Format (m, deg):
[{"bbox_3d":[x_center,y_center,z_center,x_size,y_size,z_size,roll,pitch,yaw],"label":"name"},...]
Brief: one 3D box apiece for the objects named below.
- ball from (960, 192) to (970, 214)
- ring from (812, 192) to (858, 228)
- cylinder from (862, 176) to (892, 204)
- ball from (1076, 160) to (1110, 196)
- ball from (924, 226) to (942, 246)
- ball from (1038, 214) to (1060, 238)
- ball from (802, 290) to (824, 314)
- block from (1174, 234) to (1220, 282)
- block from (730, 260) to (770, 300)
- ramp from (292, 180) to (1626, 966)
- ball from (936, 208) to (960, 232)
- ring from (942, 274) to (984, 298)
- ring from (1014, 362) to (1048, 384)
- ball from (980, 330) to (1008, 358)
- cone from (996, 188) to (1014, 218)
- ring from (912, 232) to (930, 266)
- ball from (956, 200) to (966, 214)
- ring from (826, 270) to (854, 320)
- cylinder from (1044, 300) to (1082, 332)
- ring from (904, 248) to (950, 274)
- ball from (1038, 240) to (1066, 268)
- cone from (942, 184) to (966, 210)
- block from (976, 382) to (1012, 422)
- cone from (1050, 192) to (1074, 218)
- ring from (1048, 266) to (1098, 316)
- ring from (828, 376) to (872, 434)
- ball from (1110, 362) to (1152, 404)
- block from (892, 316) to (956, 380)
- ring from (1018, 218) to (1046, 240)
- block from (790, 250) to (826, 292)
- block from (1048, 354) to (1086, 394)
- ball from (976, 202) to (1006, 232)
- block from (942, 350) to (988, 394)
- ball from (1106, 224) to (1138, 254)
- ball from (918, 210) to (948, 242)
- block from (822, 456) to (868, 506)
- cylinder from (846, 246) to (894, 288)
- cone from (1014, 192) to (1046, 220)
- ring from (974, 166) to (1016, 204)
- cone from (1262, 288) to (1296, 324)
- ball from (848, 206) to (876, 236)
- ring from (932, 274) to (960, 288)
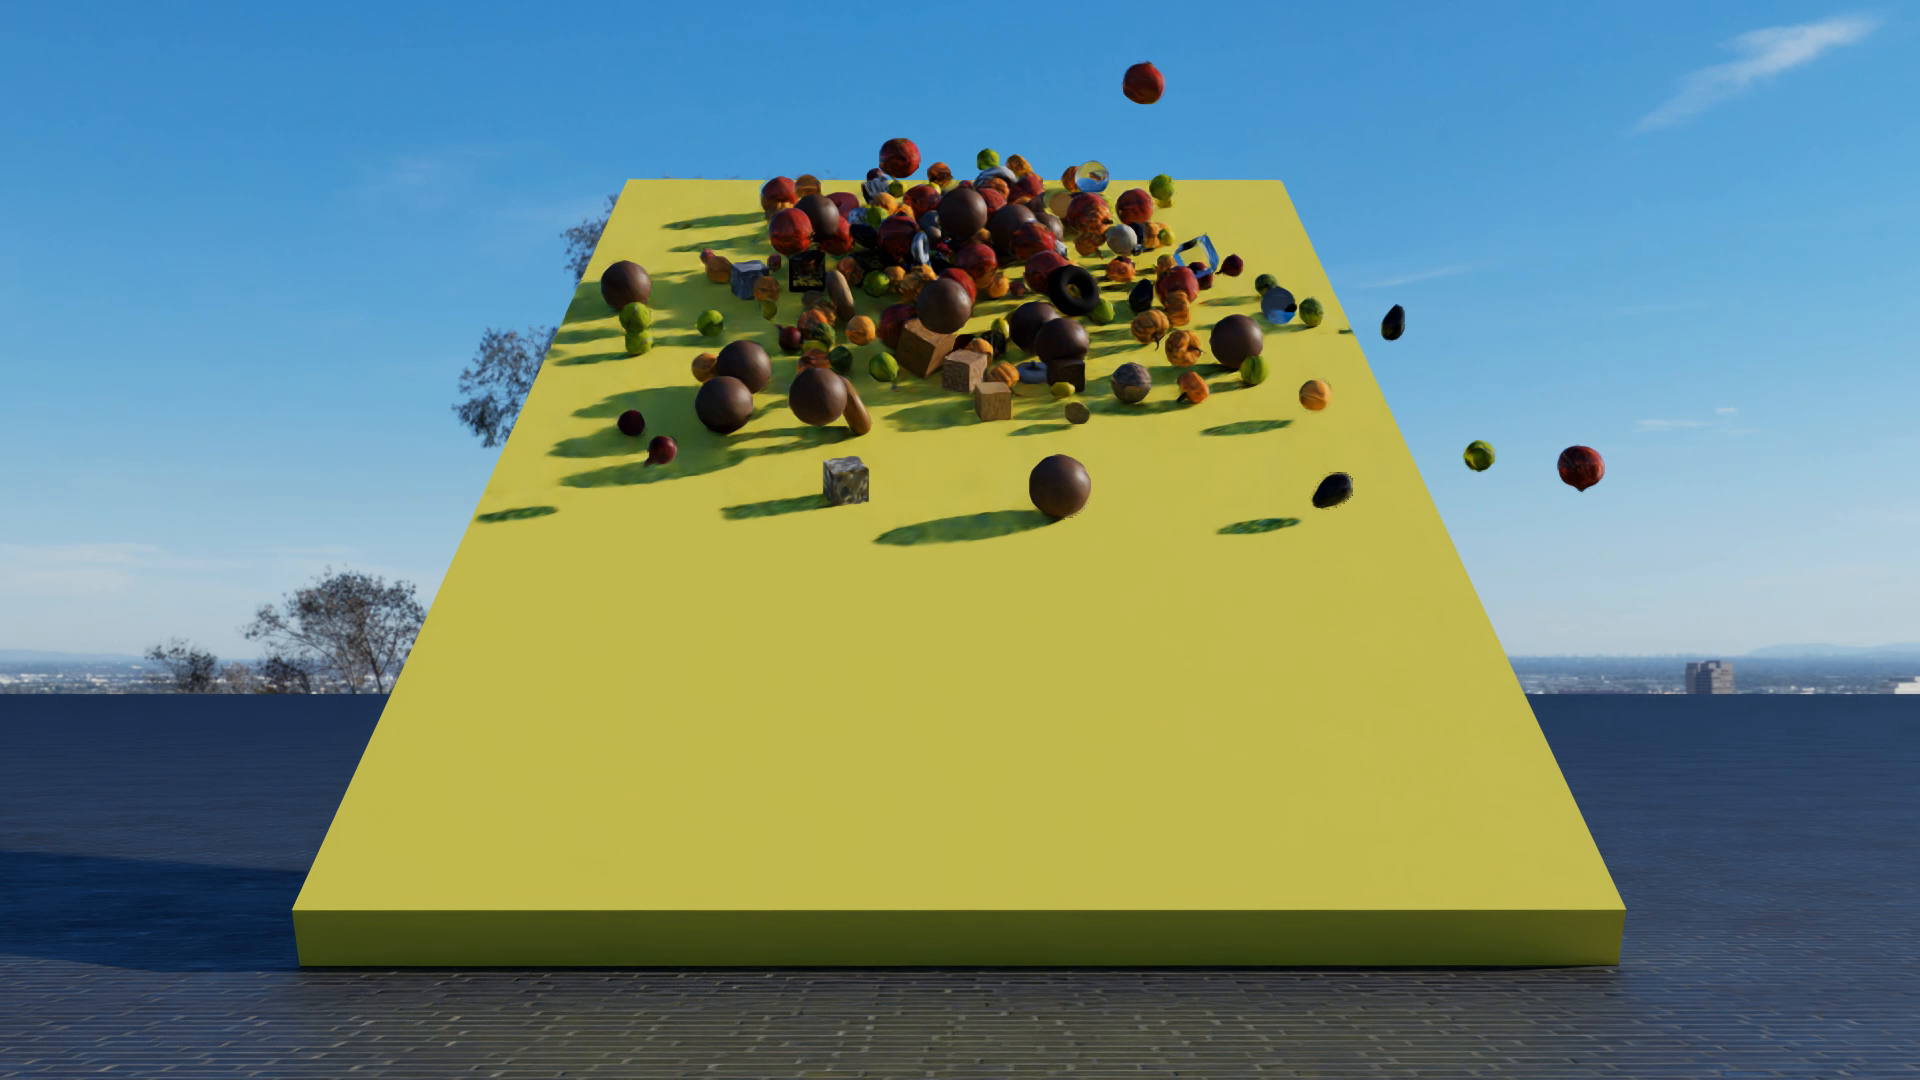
[{"bbox_3d":[-0.004,-0.980,6.784,0.069,0.069,0.069,0,-4,0],"label":"ball"},{"bbox_3d":[-0.358,-0.945,6.681,0.143,0.143,0.048,-2,-46,27],"label":"ring"},{"bbox_3d":[-0.239,-0.999,6.661,0.065,0.065,0.065,-21,2,-16],"label":"cylinder"},{"bbox_3d":[0.375,-1.025,6.606,0.097,0.097,0.097,0,-4,0],"label":"ball"},{"bbox_3d":[-0.074,-0.810,6.225,0.052,0.052,0.052,0,-4,0],"label":"ball"},{"bbox_3d":[0.248,-0.874,6.496,0.065,0.065,0.065,0,-4,0],"label":"ball"},{"bbox_3d":[-0.377,-0.612,5.986,0.060,0.060,0.060,0,-4,0],"label":"ball"},{"bbox_3d":[0.616,-0.734,6.073,0.081,0.081,0.081,-20,19,27],"label":"block"},{"bbox_3d":[-0.548,-0.681,6.114,0.078,0.078,0.078,-12,27,-24],"label":"block"},{"bbox_3d":[-0.008,-0.229,5.338,2.000,0.100,4.000,0,24,0],"label":"ramp"},{"bbox_3d":[-0.034,-0.878,6.389,0.066,0.066,0.066,0,-4,0],"label":"ball"},{"bbox_3d":[0.006,-0.663,6.094,0.115,0.038,0.115,-15,13,4],"label":"ring"},{"bbox_3d":[0.174,-0.399,5.553,0.094,0.031,0.094,-2,26,1],"label":"ring"},{"bbox_3d":[0.081,-0.478,5.681,0.070,0.070,0.070,0,-4,0],"label":"ball"},{"bbox_3d":[0.126,-0.986,6.770,0.079,0.079,0.079,10,22,-4],"label":"cone"},{"bbox_3d":[-0.101,-0.752,6.025,0.029,0.086,0.086,2,-3,19],"label":"ring"},{"bbox_3d":[-0.008,-0.958,6.678,0.056,0.056,0.056,0,-4,0],"label":"ball"},{"bbox_3d":[-0.301,-0.615,5.879,0.045,0.134,0.134,-20,-1,-8],"label":"ring"},{"bbox_3d":[0.260,-0.572,5.840,0.073,0.073,0.073,33,-15,-17],"label":"cylinder"},{"bbox_3d":[-0.087,-0.741,6.187,0.126,0.042,0.126,15,-8,2],"label":"ring"},{"bbox_3d":[0.244,-0.756,6.155,0.075,0.075,0.075,0,-4,0],"label":"ball"},{"bbox_3d":[-0.014,-0.910,6.143,0.063,0.063,0.063,2,35,-1],"label":"cone"},{"bbox_3d":[0.076,-0.316,5.329,0.068,0.068,0.068,-5,25,-11],"label":"block"},{"bbox_3d":[0.288,-0.936,6.575,0.070,0.070,0.070,0,-5,2],"label":"cone"},{"bbox_3d":[0.279,-0.613,5.739,0.136,0.136,0.045,2,-20,-25],"label":"ring"},{"bbox_3d":[-0.245,-0.303,5.223,0.049,0.146,0.146,-30,-3,-3],"label":"ring"},{"bbox_3d":[0.397,-0.363,5.401,0.094,0.094,0.094,0,-4,0],"label":"ball"},{"bbox_3d":[-0.085,-0.461,5.579,0.096,0.096,0.096,33,36,18],"label":"block"},{"bbox_3d":[0.225,-0.884,6.607,0.122,0.041,0.122,-1,25,0],"label":"ring"},{"bbox_3d":[-0.402,-0.709,6.165,0.087,0.087,0.087,1,25,3],"label":"block"},{"bbox_3d":[0.250,-0.391,5.492,0.069,0.069,0.069,-7,26,-16],"label":"block"},{"bbox_3d":[0.086,-0.916,6.625,0.085,0.085,0.085,0,-4,0],"label":"ball"},{"bbox_3d":[0.011,-0.396,5.493,0.076,0.076,0.076,15,28,30],"label":"block"},{"bbox_3d":[0.429,-0.796,6.176,0.081,0.081,0.081,0,-4,0],"label":"ball"},{"bbox_3d":[-0.074,-0.874,6.522,0.091,0.091,0.091,0,-4,0],"label":"ball"},{"bbox_3d":[-0.240,-0.124,4.894,0.076,0.076,0.076,-9,26,-18],"label":"block"},{"bbox_3d":[-0.240,-0.725,6.196,0.091,0.091,0.091,-21,10,-38],"label":"cylinder"},{"bbox_3d":[0.194,-0.928,6.553,0.090,0.090,0.090,-5,-4,7],"label":"cone"},{"bbox_3d":[0.101,-1.035,6.806,0.131,0.044,0.131,-13,-40,-12],"label":"ring"},{"bbox_3d":[0.795,-0.591,5.966,0.097,0.097,0.097,1,-4,-17],"label":"cone"},{"bbox_3d":[-0.278,-0.900,6.592,0.082,0.082,0.082,0,-4,0],"label":"ball"},{"bbox_3d":[-0.035,-0.688,6.193,0.081,0.027,0.081,0,23,0],"label":"ring"}]
